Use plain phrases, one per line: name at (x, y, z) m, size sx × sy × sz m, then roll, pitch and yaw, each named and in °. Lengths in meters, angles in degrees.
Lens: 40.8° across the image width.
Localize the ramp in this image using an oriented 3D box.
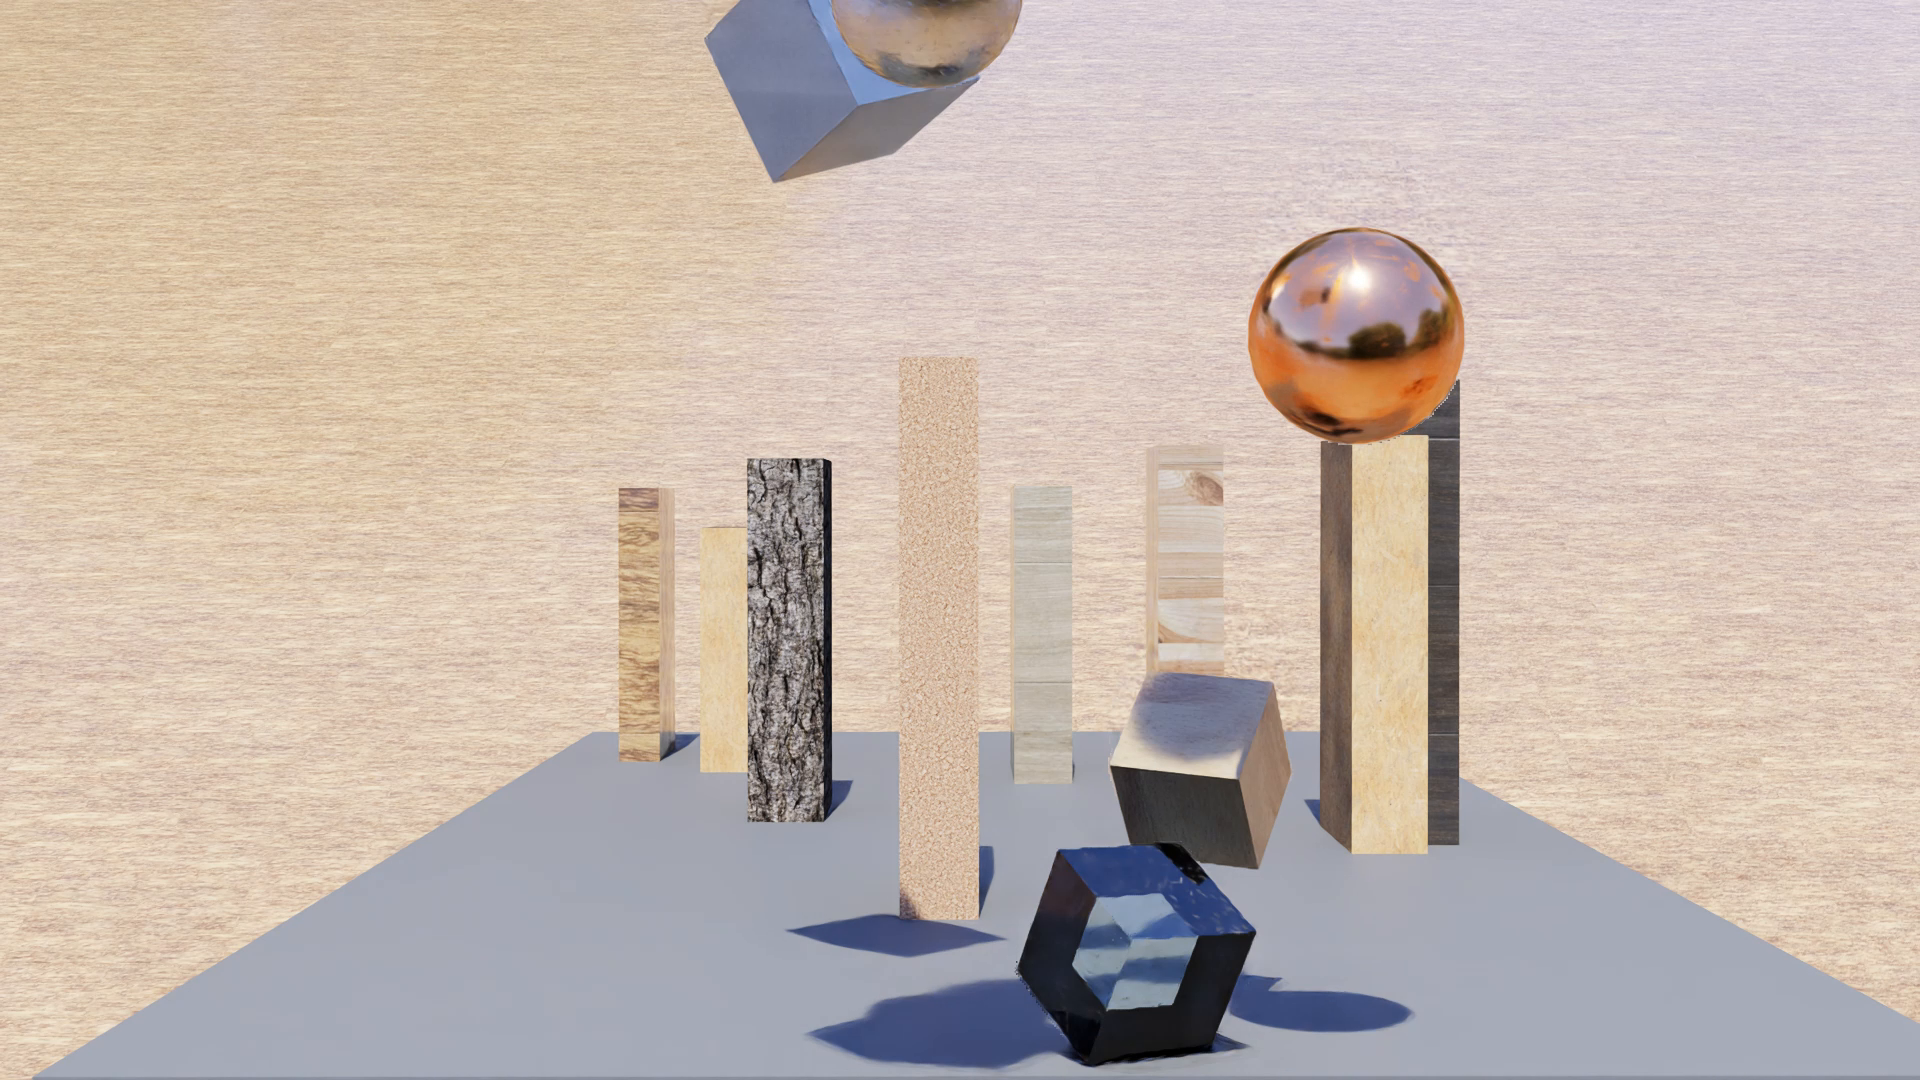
ramp at (0.063, 0.565, 4.605) m, size 2.000 × 0.100 × 4.000 m, roll 0°, pitch 1°, yaw 0°

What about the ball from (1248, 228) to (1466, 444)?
ball at (0.381, -0.197, 2.487) m, size 0.208 × 0.208 × 0.208 m, roll 0°, pitch 28°, yaw 0°

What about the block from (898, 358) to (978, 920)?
block at (-0.029, 0.135, 3.741) m, size 0.110 × 0.782 × 0.306 m, roll 0°, pitch 1°, yaw 0°

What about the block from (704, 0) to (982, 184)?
block at (-0.129, -0.525, 2.813) m, size 0.180 × 0.180 × 0.180 m, roll -21°, pitch -7°, yaw -40°

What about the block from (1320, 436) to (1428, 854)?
block at (0.710, 0.171, 4.457) m, size 0.125 × 0.692 × 0.375 m, roll 0°, pitch 1°, yaw 0°

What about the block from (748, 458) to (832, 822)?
block at (-0.318, 0.181, 4.861) m, size 0.139 × 0.663 × 0.320 m, roll 0°, pitch 1°, yaw 0°

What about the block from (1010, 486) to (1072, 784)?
block at (0.172, 0.194, 5.546) m, size 0.120 × 0.617 × 0.398 m, roll 0°, pitch 1°, yaw 0°

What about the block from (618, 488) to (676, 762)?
block at (-0.724, 0.189, 5.986) m, size 0.091 × 0.618 × 0.325 m, roll 0°, pitch 1°, yaw 0°

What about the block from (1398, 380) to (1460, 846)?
block at (0.779, 0.121, 4.497) m, size 0.132 × 0.789 × 0.251 m, roll 0°, pitch 1°, yaw 0°

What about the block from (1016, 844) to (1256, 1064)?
block at (0.183, 0.431, 2.709) m, size 0.156 × 0.156 × 0.156 m, roll 1°, pitch 29°, yaw -31°

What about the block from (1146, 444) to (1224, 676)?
block at (0.505, 0.144, 5.844) m, size 0.143 × 0.710 × 0.368 m, roll 0°, pitch 1°, yaw 0°

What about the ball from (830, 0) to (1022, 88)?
ball at (-0.029, -0.482, 2.266) m, size 0.170 × 0.170 × 0.170 m, roll 0°, pitch 28°, yaw 0°

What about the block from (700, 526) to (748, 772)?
block at (-0.510, 0.236, 5.726) m, size 0.105 × 0.529 × 0.274 m, roll 0°, pitch 1°, yaw 0°

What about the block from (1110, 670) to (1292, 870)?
block at (0.274, 0.258, 2.912) m, size 0.149 × 0.149 × 0.149 m, roll 4°, pitch 44°, yaw 23°
